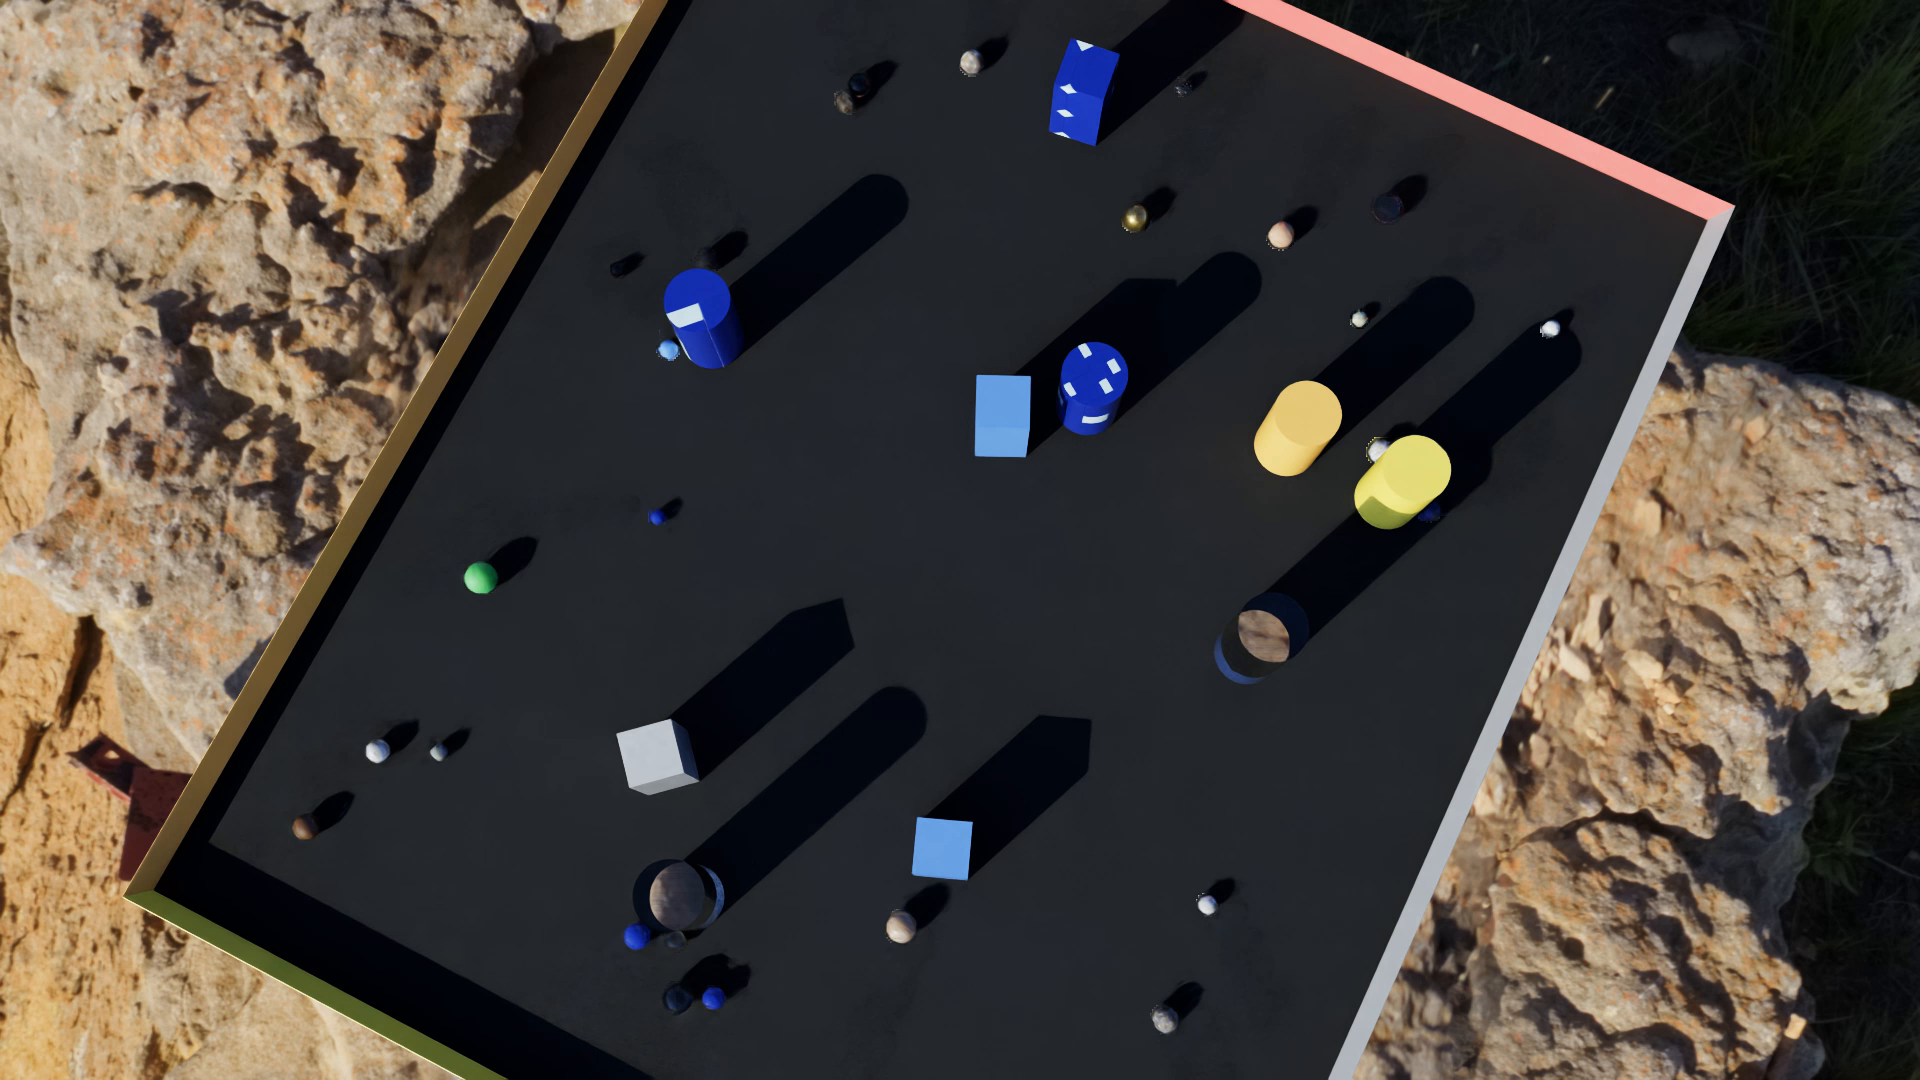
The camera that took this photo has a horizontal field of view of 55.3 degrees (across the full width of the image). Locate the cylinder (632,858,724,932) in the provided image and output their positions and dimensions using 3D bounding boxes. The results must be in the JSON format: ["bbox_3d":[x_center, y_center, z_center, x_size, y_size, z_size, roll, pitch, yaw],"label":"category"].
[{"bbox_3d":[-0.792,1.010,5.191,0.197,0.425,0.197,0,78,0],"label":"cylinder"}]

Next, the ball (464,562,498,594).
[{"bbox_3d":[-1.448,0.114,5.543,0.099,0.099,0.099,0,78,0],"label":"ball"}]

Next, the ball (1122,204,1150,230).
[{"bbox_3d":[0.557,-1.019,5.784,0.084,0.084,0.084,0,78,0],"label":"ball"}]

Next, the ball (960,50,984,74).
[{"bbox_3d":[0.040,-1.537,5.895,0.077,0.077,0.077,0,78,0],"label":"ball"}]

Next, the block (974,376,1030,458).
[{"bbox_3d":[0.126,-0.370,5.519,0.158,0.340,0.158,1,78,0],"label":"block"}]

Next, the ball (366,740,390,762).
[{"bbox_3d":[-1.732,0.627,5.451,0.070,0.070,0.070,0,78,0],"label":"ball"}]

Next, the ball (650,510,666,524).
[{"bbox_3d":[-0.924,-0.069,5.607,0.047,0.047,0.047,0,78,0],"label":"ball"}]

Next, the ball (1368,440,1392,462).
[{"bbox_3d":[1.296,-0.271,5.634,0.077,0.077,0.077,0,78,0],"label":"ball"}]

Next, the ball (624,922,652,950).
[{"bbox_3d":[-0.940,1.154,5.337,0.079,0.079,0.079,0,78,0],"label":"ball"}]

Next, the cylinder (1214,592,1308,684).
[{"bbox_3d":[0.867,0.290,5.308,0.197,0.487,0.197,0,78,0],"label":"cylinder"}]

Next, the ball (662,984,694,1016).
[{"bbox_3d":[-0.815,1.327,5.296,0.091,0.091,0.091,0,78,0],"label":"ball"}]

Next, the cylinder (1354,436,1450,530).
[{"bbox_3d":[1.313,-0.167,5.456,0.197,0.383,0.197,0,78,0],"label":"cylinder"}]

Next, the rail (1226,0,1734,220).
[{"bbox_3d":[0.894,-1.745,5.911,3.373,0.128,0.045,26,80,5],"label":"rail"}]

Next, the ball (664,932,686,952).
[{"bbox_3d":[-0.828,1.166,5.333,0.060,0.060,0.060,0,78,0],"label":"ball"}]

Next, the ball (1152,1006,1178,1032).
[{"bbox_3d":[0.594,1.385,5.292,0.075,0.075,0.075,0,78,0],"label":"ball"}]

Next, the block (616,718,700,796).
[{"bbox_3d":[-0.872,0.633,5.319,0.158,0.326,0.158,-15,79,-3],"label":"block"}]

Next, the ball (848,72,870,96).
[{"bbox_3d":[-0.323,-1.460,5.880,0.075,0.075,0.075,0,78,0],"label":"ball"}]

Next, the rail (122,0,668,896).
[{"bbox_3d":[-1.487,-0.721,5.699,0.045,0.128,4.047,26,80,5],"label":"rail"}]

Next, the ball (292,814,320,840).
[{"bbox_3d":[-1.925,0.846,5.402,0.078,0.078,0.078,0,78,0],"label":"ball"}]

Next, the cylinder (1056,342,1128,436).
[{"bbox_3d":[0.396,-0.454,5.543,0.197,0.328,0.197,0,78,0],"label":"cylinder"}]

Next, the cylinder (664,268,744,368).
[{"bbox_3d":[-0.774,-0.668,5.569,0.197,0.365,0.197,0,78,0],"label":"cylinder"}]

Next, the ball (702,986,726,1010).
[{"bbox_3d":[-0.713,1.327,5.308,0.066,0.066,0.066,0,78,0],"label":"ball"}]

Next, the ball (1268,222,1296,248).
[{"bbox_3d":[1.014,-0.961,5.773,0.084,0.084,0.084,0,78,0],"label":"ball"}]

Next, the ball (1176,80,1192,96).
[{"bbox_3d":[0.721,-1.454,5.893,0.049,0.049,0.049,0,78,0],"label":"ball"}]

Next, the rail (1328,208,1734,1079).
[{"bbox_3d":[1.487,0.735,5.398,0.045,0.128,4.047,26,80,5],"label":"rail"}]

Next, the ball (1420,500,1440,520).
[{"bbox_3d":[1.434,-0.091,5.602,0.062,0.062,0.062,0,78,0],"label":"ball"}]

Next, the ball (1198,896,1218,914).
[{"bbox_3d":[0.726,1.069,5.367,0.055,0.055,0.055,0,78,0],"label":"ball"}]

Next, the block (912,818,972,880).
[{"bbox_3d":[-0.050,0.895,5.300,0.158,0.258,0.158,5,78,1],"label":"block"}]

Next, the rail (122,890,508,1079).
[{"bbox_3d":[-0.894,1.758,5.186,3.373,0.128,0.045,26,80,5],"label":"rail"}]

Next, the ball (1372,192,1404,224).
[{"bbox_3d":[1.351,-1.048,5.785,0.095,0.095,0.095,0,78,0],"label":"ball"}]

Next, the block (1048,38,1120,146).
[{"bbox_3d":[0.386,-1.395,5.729,0.158,0.345,0.158,19,79,4],"label":"block"}]

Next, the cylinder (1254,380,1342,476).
[{"bbox_3d":[1.010,-0.330,5.498,0.197,0.366,0.197,0,78,0],"label":"cylinder"}]

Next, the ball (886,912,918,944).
[{"bbox_3d":[-0.169,1.128,5.337,0.090,0.090,0.090,0,78,0],"label":"ball"}]

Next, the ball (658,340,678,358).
[{"bbox_3d":[-0.908,-0.594,5.709,0.059,0.059,0.059,0,78,0],"label":"ball"}]

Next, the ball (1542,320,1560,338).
[{"bbox_3d":[1.849,-0.661,5.726,0.054,0.054,0.054,0,78,0],"label":"ball"}]

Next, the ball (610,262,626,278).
[{"bbox_3d":[-1.078,-0.851,5.767,0.050,0.050,0.050,0,78,0],"label":"ball"}]

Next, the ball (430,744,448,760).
[{"bbox_3d":[-1.550,0.632,5.460,0.051,0.051,0.051,0,78,0],"label":"ball"}]

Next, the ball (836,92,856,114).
[{"bbox_3d":[-0.364,-1.402,5.872,0.068,0.068,0.068,0,78,0],"label":"ball"}]

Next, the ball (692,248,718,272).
[{"bbox_3d":[-0.798,-0.877,5.757,0.081,0.081,0.081,0,78,0],"label":"ball"}]

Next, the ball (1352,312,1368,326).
[{"bbox_3d":[1.251,-0.692,5.735,0.049,0.049,0.049,0,78,0],"label":"ball"}]
